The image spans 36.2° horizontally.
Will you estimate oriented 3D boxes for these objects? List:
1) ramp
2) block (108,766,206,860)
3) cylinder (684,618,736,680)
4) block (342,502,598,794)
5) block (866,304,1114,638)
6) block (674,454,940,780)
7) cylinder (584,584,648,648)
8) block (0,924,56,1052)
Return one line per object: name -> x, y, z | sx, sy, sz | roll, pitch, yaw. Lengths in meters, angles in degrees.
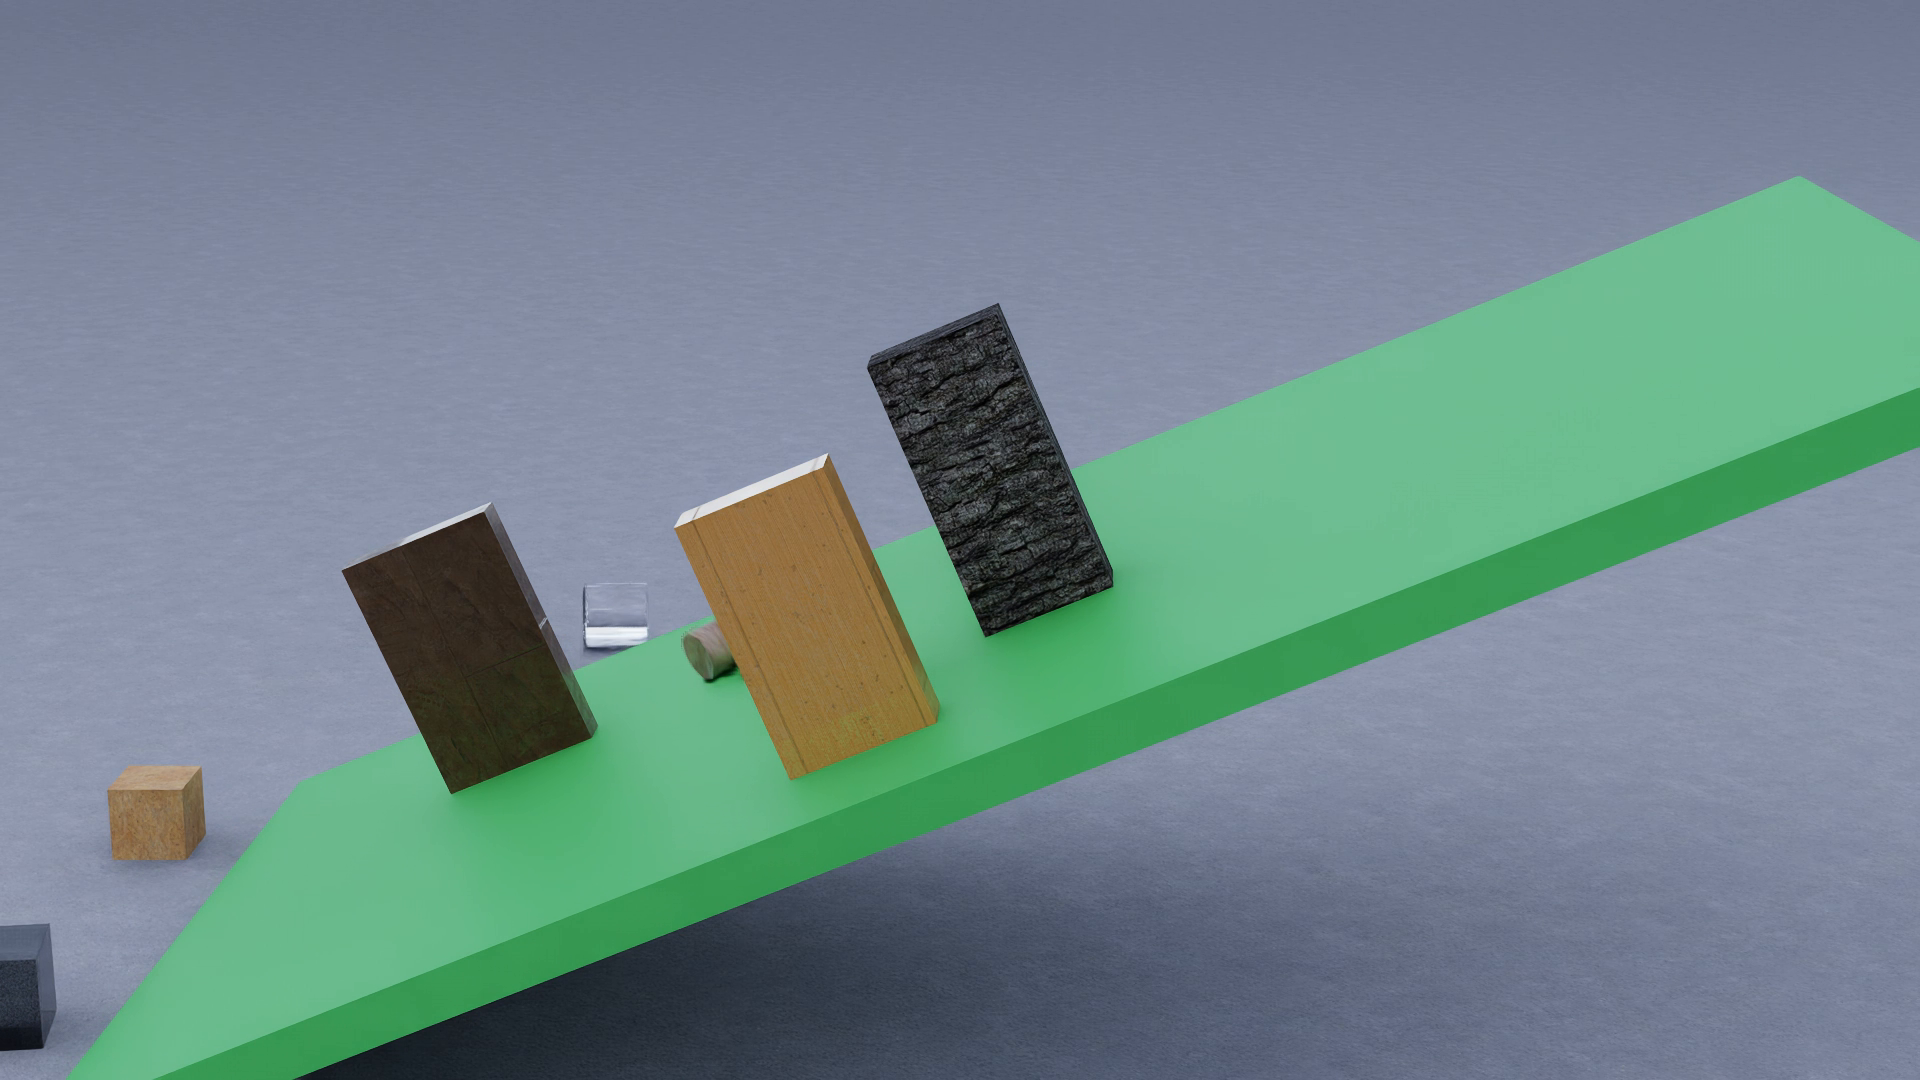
ramp -> 0.128, 0.171, 6.287 | 4.000, 0.100, 2.000 | -22, 12, 8
block -> -1.990, 0.675, 7.295 | 0.182, 0.182, 0.182 | 0, 15, 1
cylinder -> -0.550, 0.242, 6.726 | 0.117, 0.117, 0.117 | -29, 28, -28
block -> -1.108, 0.247, 6.667 | 0.356, 0.572, 0.090 | -22, 12, 8
block -> 0.066, -0.142, 6.046 | 0.285, 0.614, 0.132 | -22, 12, 8
block -> -0.289, 0.149, 5.644 | 0.308, 0.543, 0.118 | -22, 12, 8
cylinder -> -1.052, 0.231, 8.993 | 0.190, 0.190, 0.190 | -1, 15, -4
block -> -2.032, 0.946, 6.211 | 0.201, 0.201, 0.201 | -2, 15, -8
